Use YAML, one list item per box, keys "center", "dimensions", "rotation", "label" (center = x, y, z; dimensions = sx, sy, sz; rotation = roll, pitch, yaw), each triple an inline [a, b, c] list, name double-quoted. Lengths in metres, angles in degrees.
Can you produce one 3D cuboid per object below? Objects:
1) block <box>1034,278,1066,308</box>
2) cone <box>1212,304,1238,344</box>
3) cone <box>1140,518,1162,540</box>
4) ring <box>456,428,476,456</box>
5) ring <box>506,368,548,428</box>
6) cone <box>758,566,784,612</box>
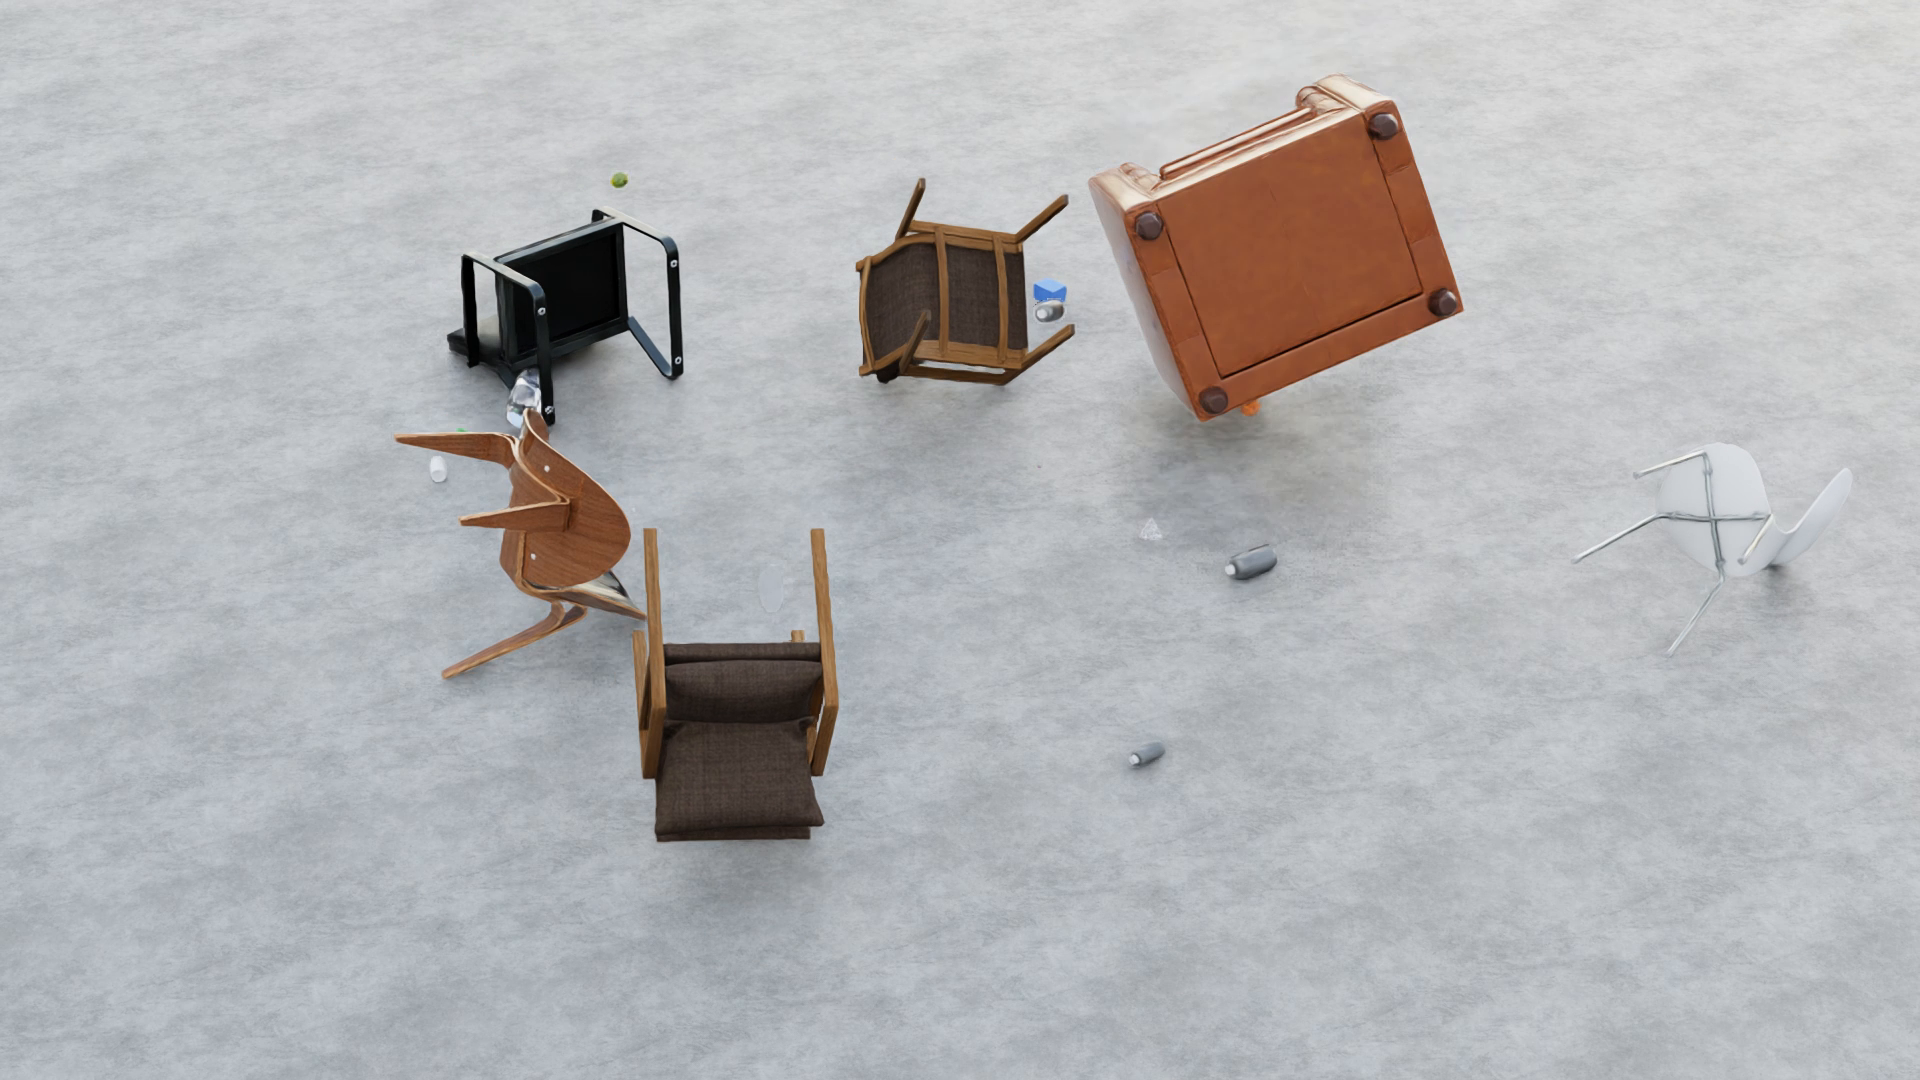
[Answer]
- center: [0.383, -1.054, 12.478]
  dimensions: [0.083, 0.073, 0.111]
  rotation: [-28, 43, -36]
  label: "block"
- center: [1.086, -0.913, 12.147]
  dimensions: [0.111, 0.182, 0.094]
  rotation: [25, 58, 33]
  label: "cone"
- center: [0.713, -0.051, 10.943]
  dimensions: [0.086, 0.086, 0.058]
  rotation: [2, 33, 3]
  label: "cone"
- center: [-1.894, -0.375, 11.225]
  dimensions: [0.082, 0.136, 0.023]
  rotation: [9, 44, 15]
  label: "ring"
- center: [-1.704, -0.561, 11.559]
  dimensions: [0.110, 0.207, 0.269]
  rotation: [17, 51, 0]
  label: "ring"
- center: [-0.703, 0.170, 10.561]
  dimensions: [0.104, 0.177, 0.087]
  rotation: [-15, 16, -34]
  label: "cone"
